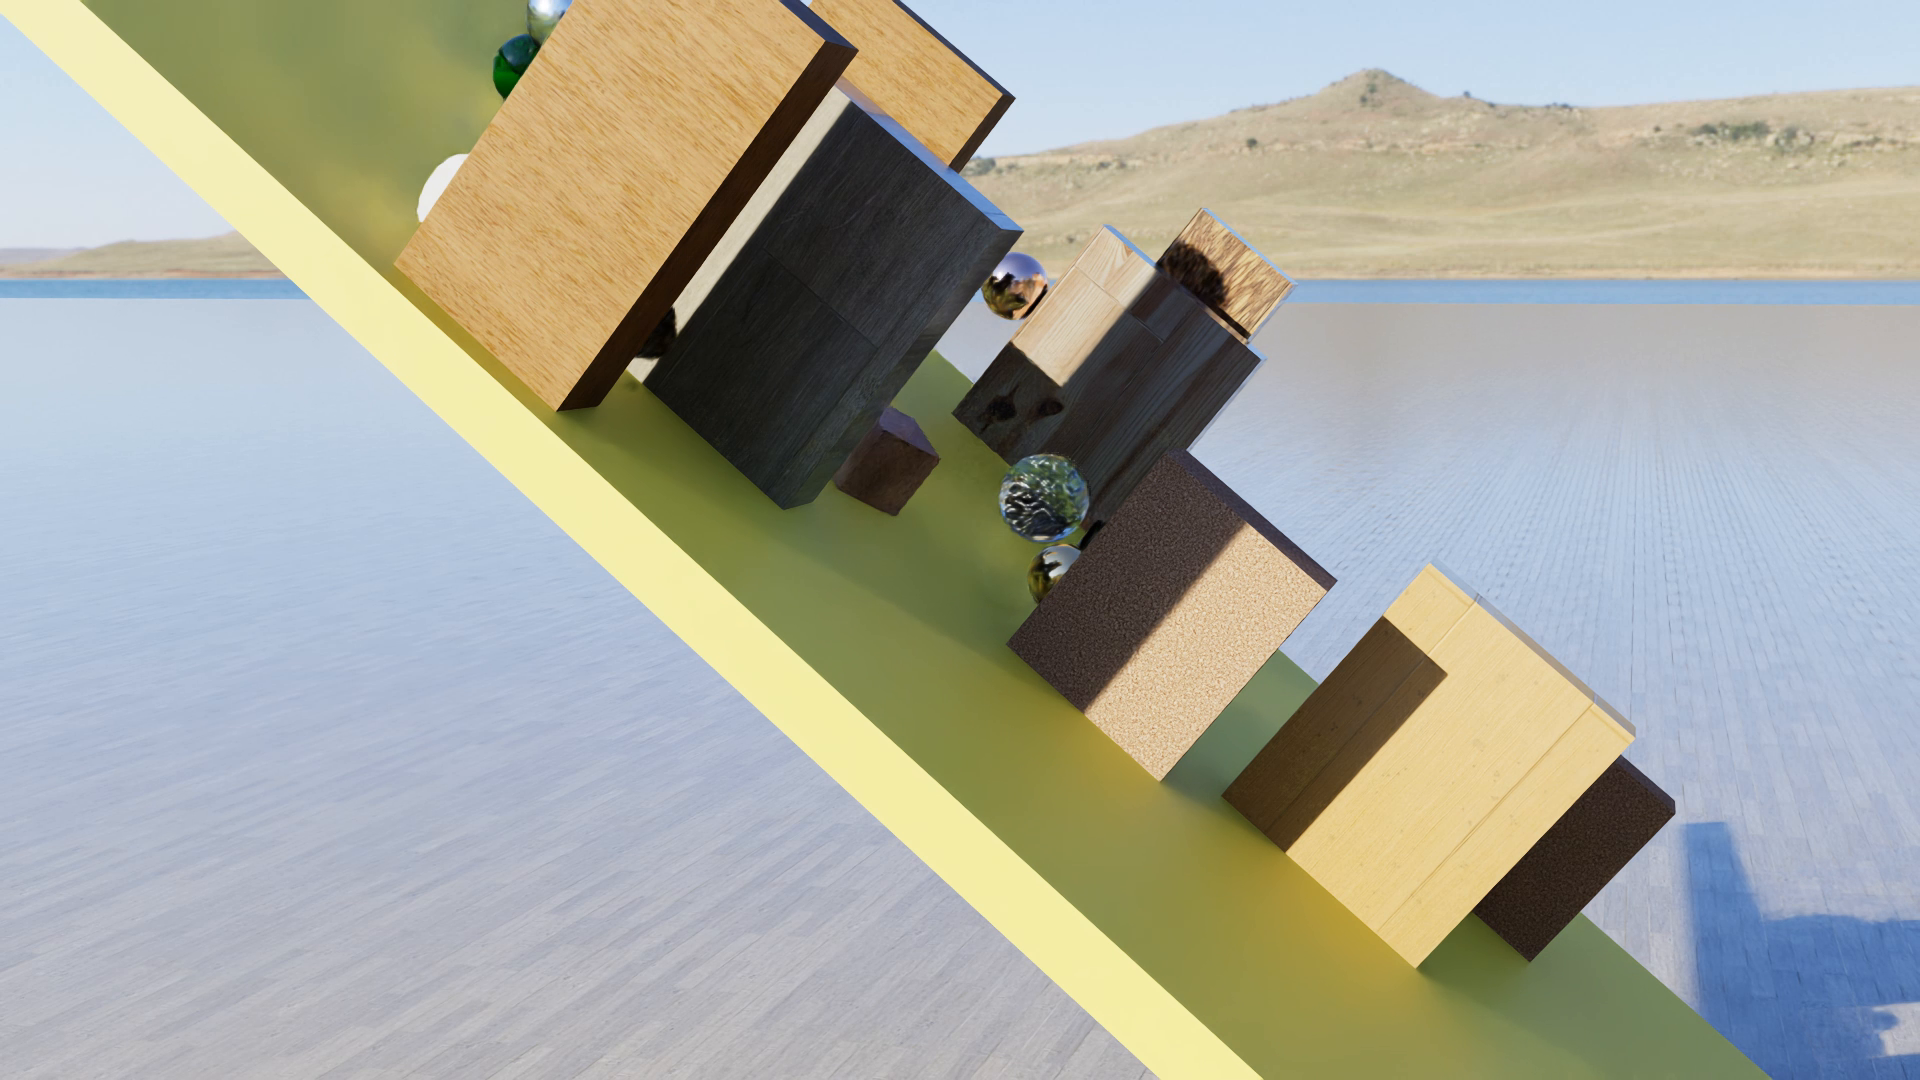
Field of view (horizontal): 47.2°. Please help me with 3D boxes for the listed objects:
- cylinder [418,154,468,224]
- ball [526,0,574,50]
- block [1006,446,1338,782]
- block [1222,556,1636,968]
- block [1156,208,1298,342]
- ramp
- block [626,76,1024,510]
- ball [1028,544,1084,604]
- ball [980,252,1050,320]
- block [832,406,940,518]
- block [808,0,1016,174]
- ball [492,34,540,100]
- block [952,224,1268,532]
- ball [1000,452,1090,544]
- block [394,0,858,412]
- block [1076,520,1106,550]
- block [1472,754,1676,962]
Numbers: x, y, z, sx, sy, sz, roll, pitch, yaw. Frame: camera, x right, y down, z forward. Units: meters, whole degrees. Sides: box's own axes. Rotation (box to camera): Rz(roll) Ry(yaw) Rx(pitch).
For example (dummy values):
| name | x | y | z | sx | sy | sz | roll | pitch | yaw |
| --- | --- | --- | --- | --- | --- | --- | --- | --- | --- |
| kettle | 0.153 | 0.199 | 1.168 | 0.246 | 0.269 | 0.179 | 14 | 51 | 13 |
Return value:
| name | x | y | z | sx | sy | sz | roll | pitch | yaw |
| --- | --- | --- | --- | --- | --- | --- | --- | --- | --- |
| cylinder | -0.752 | -0.514 | 3.458 | 0.138 | 0.138 | 0.138 | 5 | -17 | 37 |
| ball | -0.765 | -1.011 | 4.275 | 0.156 | 0.156 | 0.156 | 0 | 7 | 0 |
| block | 0.352 | 0.121 | 3.673 | 0.344 | 0.426 | 0.134 | 42 | 16 | 9 |
| block | 0.789 | 0.377 | 3.733 | 0.435 | 0.541 | 0.097 | 42 | 16 | 9 |
| block | 0.430 | -0.393 | 4.832 | 0.260 | 0.646 | 0.082 | 42 | 16 | 9 |
| ramp | -0.002 | 0.050 | 4.041 | 4.000 | 0.100 | 2.000 | 42 | 16 | 9 |
| block | -0.252 | -0.412 | 3.527 | 0.438 | 0.572 | 0.132 | 42 | 16 | 9 |
| ball | 0.181 | 0.069 | 3.869 | 0.126 | 0.126 | 0.126 | 0 | 7 | 0 |
| ball | 0.117 | -0.537 | 4.661 | 0.145 | 0.145 | 0.145 | 0 | 7 | 0 |
| block | -0.145 | -0.151 | 3.847 | 0.134 | 0.134 | 0.134 | 26 | 21 | -38 |
| block | -0.255 | -0.689 | 4.112 | 0.394 | 0.658 | 0.093 | 42 | 16 | 9 |
| ball | -0.854 | -0.929 | 4.369 | 0.149 | 0.149 | 0.149 | 0 | 7 | 0 |
| block | 0.310 | -0.323 | 4.620 | 0.435 | 0.514 | 0.085 | 42 | 16 | 9 |
| ball | 0.163 | -0.081 | 4.260 | 0.175 | 0.175 | 0.175 | 0 | 7 | 0 |
| block | -0.493 | -0.556 | 3.212 | 0.338 | 0.670 | 0.139 | 42 | 16 | 9 |
| block | 0.298 | 0.065 | 4.244 | 0.129 | 0.129 | 0.129 | 22 | 23 | -45 |
| block | 1.118 | 0.556 | 4.222 | 0.294 | 0.401 | 0.106 | 42 | 16 | 9 |
